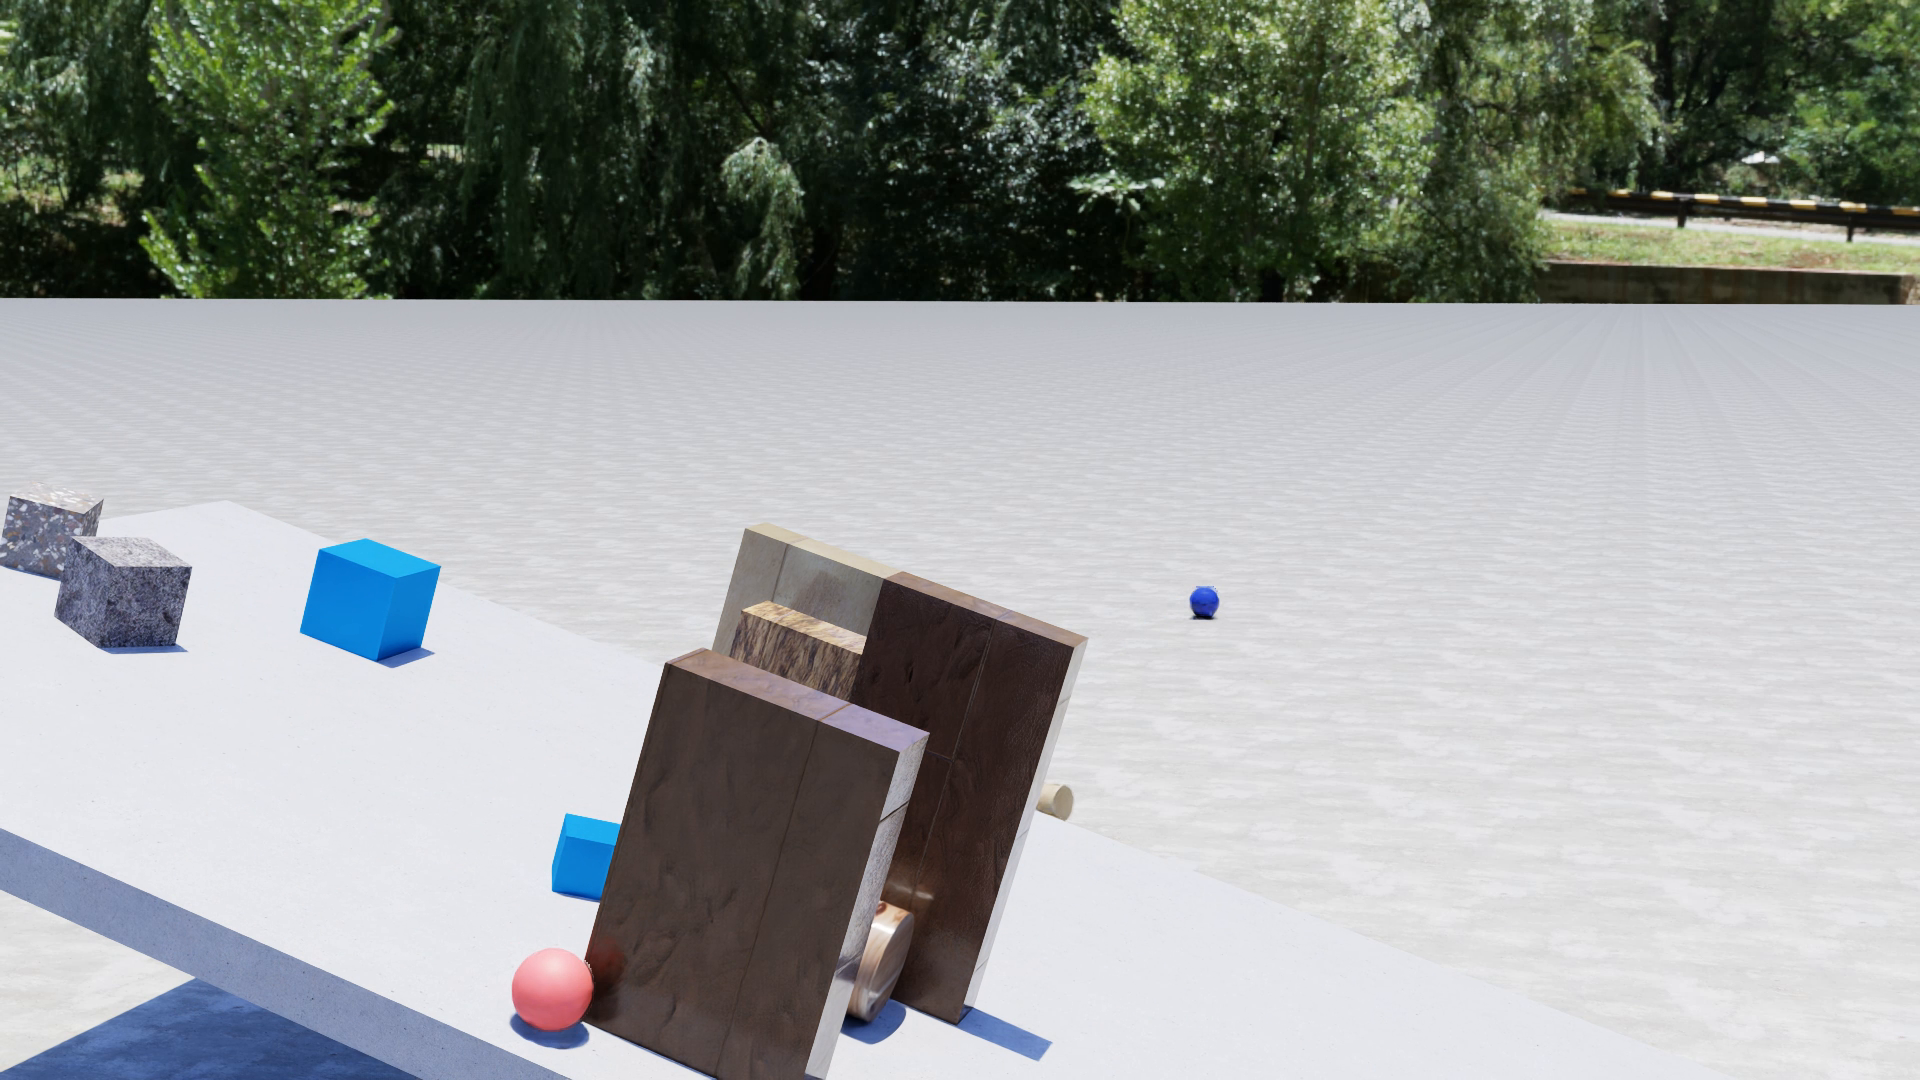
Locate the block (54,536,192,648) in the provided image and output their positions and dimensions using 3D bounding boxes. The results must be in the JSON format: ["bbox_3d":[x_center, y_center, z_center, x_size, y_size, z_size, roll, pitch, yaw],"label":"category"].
[{"bbox_3d":[-1.710,0.105,4.493,0.174,0.174,0.174,25,14,35],"label":"block"}]

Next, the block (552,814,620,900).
[{"bbox_3d":[-0.666,0.569,3.938,0.107,0.107,0.107,14,12,-14],"label":"block"}]

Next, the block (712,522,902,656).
[{"bbox_3d":[-0.341,0.268,4.805,0.385,0.508,0.122,19,12,14],"label":"block"}]

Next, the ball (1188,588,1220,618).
[{"bbox_3d":[1.322,0.338,11.901,0.166,0.166,0.166,0,7,0],"label":"ball"}]

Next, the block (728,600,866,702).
[{"bbox_3d":[-0.264,0.418,4.324,0.449,0.461,0.133,19,12,14],"label":"block"}]

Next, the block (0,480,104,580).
[{"bbox_3d":[-1.972,-0.020,4.769,0.154,0.154,0.154,15,12,-9],"label":"block"}]

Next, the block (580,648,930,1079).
[{"bbox_3d":[-0.330,0.520,3.408,0.392,0.597,0.141,19,12,14],"label":"block"}]

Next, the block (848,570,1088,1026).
[{"bbox_3d":[-0.053,0.450,3.848,0.353,0.708,0.103,19,12,14],"label":"block"}]

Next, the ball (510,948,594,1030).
[{"bbox_3d":[-0.627,0.690,3.379,0.124,0.124,0.124,0,7,0],"label":"ball"}]

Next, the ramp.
[{"bbox_3d":[-0.367,0.705,4.233,4.000,0.100,2.000,19,12,14],"label":"ramp"}]

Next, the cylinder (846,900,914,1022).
[{"bbox_3d":[-0.209,0.695,3.760,0.197,0.197,0.197,19,12,14],"label":"cylinder"}]

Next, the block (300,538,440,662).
[{"bbox_3d":[-1.308,0.131,4.883,0.195,0.195,0.195,19,12,13],"label":"block"}]
